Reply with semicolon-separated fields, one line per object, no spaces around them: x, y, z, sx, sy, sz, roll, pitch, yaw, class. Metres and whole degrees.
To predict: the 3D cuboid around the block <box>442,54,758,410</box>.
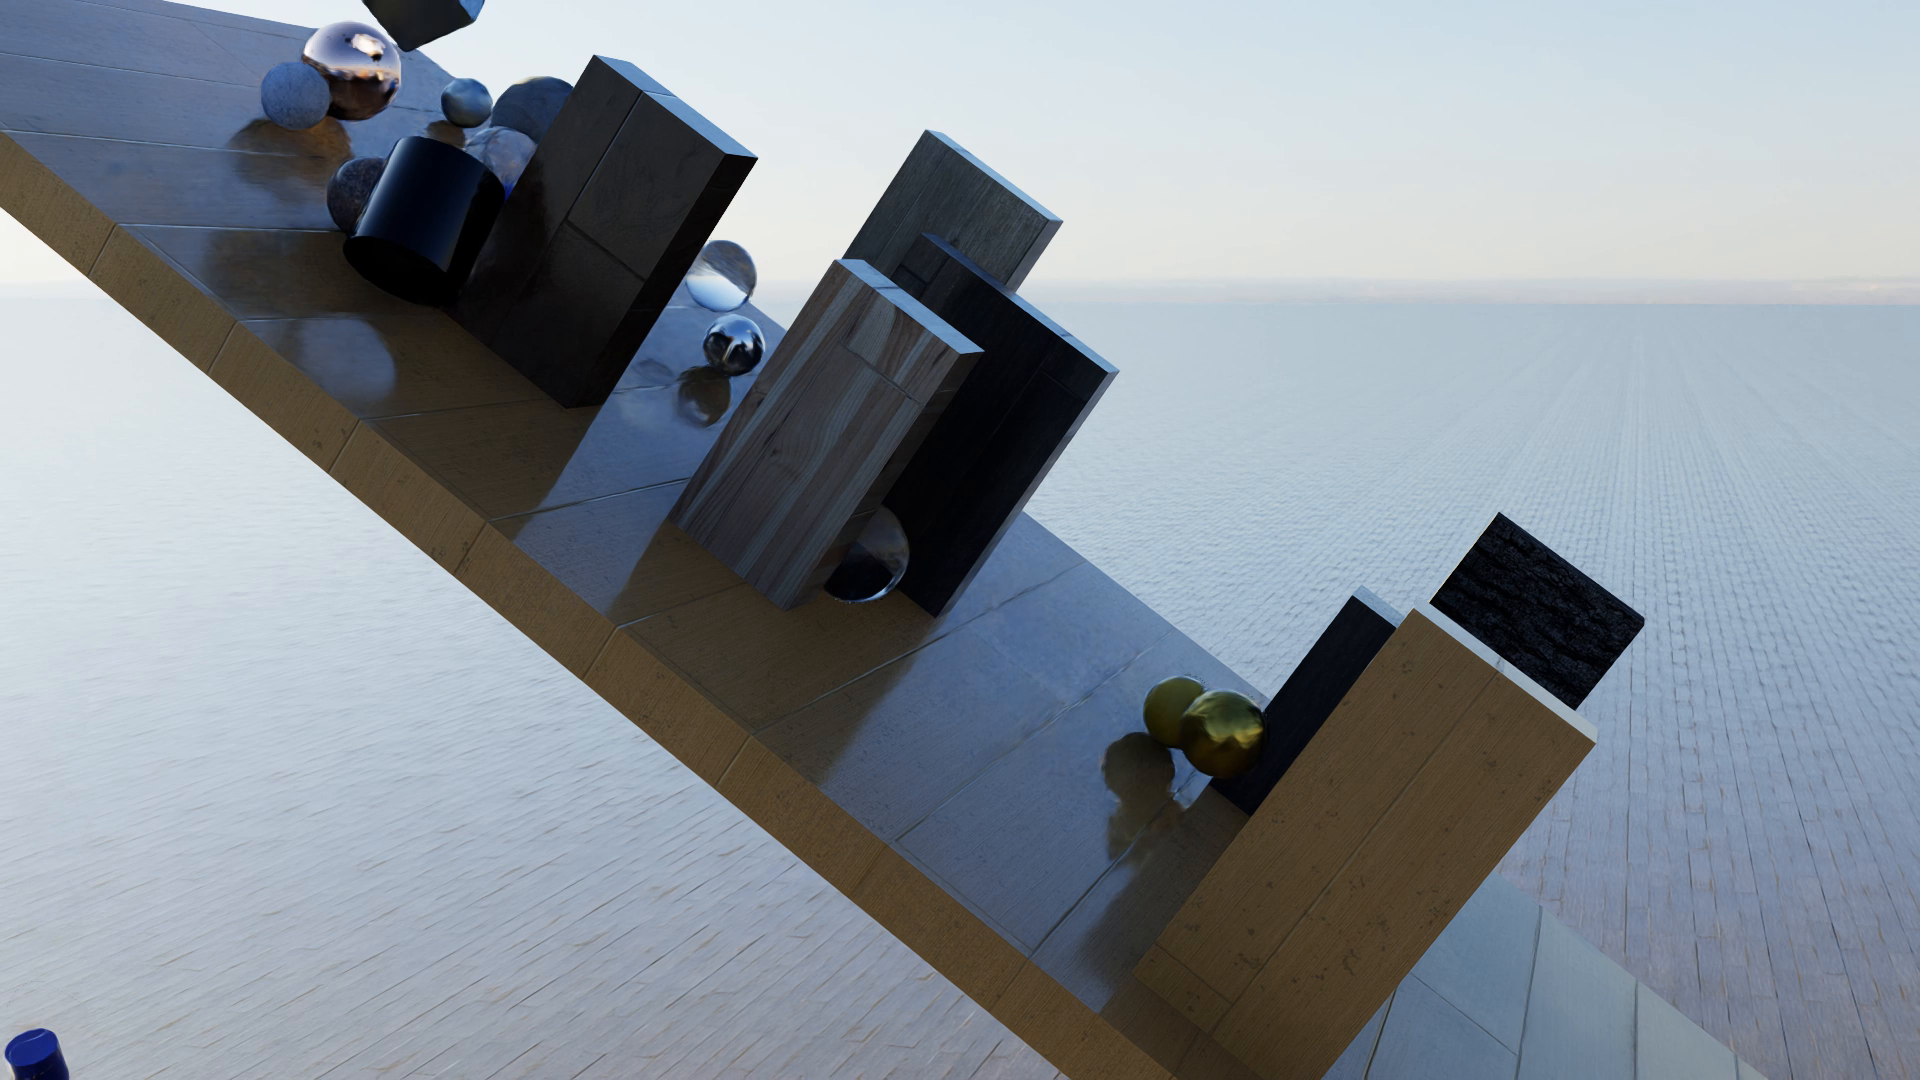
-0.628;-0.531;3.821;0.293;0.528;0.145;38;16;10;block

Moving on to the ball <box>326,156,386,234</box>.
-1.040;-0.602;3.884;0.152;0.152;0.152;0;7;0;ball

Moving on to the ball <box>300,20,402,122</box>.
-1.225;-0.943;4.424;0.199;0.199;0.199;0;7;0;ball

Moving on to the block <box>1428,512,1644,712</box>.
1.098;0.311;4.680;0.372;0.643;0.108;38;16;10;block

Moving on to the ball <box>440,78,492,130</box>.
-1.109;-0.982;4.943;0.114;0.114;0.114;0;7;0;ball

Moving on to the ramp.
-0.086;0.157;4.080;4.000;0.100;2.000;38;16;10;ramp

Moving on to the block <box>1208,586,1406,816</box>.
0.744;0.373;4.118;0.336;0.454;0.143;38;16;10;block

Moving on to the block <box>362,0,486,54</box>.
-1.049;-1.107;4.309;0.182;0.182;0.182;-15;42;27;block

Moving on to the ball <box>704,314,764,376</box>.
-0.465;-0.401;4.526;0.126;0.126;0.126;0;7;0;ball

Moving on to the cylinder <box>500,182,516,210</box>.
-0.747;-0.562;4.056;0.201;0.201;0.201;-5;8;-10;cylinder

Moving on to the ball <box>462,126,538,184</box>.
-0.866;-0.696;4.155;0.167;0.167;0.167;0;7;0;ball

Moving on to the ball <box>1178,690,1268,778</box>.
0.482;0.355;4.029;0.163;0.163;0.163;0;7;0;ball

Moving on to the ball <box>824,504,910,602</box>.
-0.175;0.018;3.784;0.178;0.178;0.178;0;7;0;ball

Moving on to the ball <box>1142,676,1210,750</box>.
0.416;0.327;4.164;0.140;0.140;0.140;0;7;0;ball

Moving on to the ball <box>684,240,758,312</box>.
-0.496;-0.548;4.564;0.151;0.151;0.151;0;7;0;ball

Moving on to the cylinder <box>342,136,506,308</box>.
-0.903;-0.536;3.714;0.204;0.204;0.204;16;-23;7;cylinder

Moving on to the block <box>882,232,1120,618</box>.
-0.044;-0.209;4.024;0.427;0.554;0.092;38;16;10;block

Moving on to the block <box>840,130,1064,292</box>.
-0.109;-0.472;4.490;0.314;0.652;0.114;38;16;10;block

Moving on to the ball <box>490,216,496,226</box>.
-0.843;-0.629;4.348;0.165;0.165;0.165;0;7;0;ball

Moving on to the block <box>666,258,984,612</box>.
-0.223;-0.173;3.612;0.257;0.519;0.134;38;16;10;block

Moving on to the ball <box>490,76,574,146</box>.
-0.815;-0.805;4.300;0.203;0.203;0.203;0;7;0;ball

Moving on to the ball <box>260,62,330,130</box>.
-1.264;-0.845;4.184;0.129;0.129;0.129;0;7;0;ball

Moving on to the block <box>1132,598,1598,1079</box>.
0.567;0.444;3.120;0.301;0.676;0.105;38;16;10;block

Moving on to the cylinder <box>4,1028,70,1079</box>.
-2.074;1.181;4.943;0.113;0.113;0.113;-2;32;1;cylinder
